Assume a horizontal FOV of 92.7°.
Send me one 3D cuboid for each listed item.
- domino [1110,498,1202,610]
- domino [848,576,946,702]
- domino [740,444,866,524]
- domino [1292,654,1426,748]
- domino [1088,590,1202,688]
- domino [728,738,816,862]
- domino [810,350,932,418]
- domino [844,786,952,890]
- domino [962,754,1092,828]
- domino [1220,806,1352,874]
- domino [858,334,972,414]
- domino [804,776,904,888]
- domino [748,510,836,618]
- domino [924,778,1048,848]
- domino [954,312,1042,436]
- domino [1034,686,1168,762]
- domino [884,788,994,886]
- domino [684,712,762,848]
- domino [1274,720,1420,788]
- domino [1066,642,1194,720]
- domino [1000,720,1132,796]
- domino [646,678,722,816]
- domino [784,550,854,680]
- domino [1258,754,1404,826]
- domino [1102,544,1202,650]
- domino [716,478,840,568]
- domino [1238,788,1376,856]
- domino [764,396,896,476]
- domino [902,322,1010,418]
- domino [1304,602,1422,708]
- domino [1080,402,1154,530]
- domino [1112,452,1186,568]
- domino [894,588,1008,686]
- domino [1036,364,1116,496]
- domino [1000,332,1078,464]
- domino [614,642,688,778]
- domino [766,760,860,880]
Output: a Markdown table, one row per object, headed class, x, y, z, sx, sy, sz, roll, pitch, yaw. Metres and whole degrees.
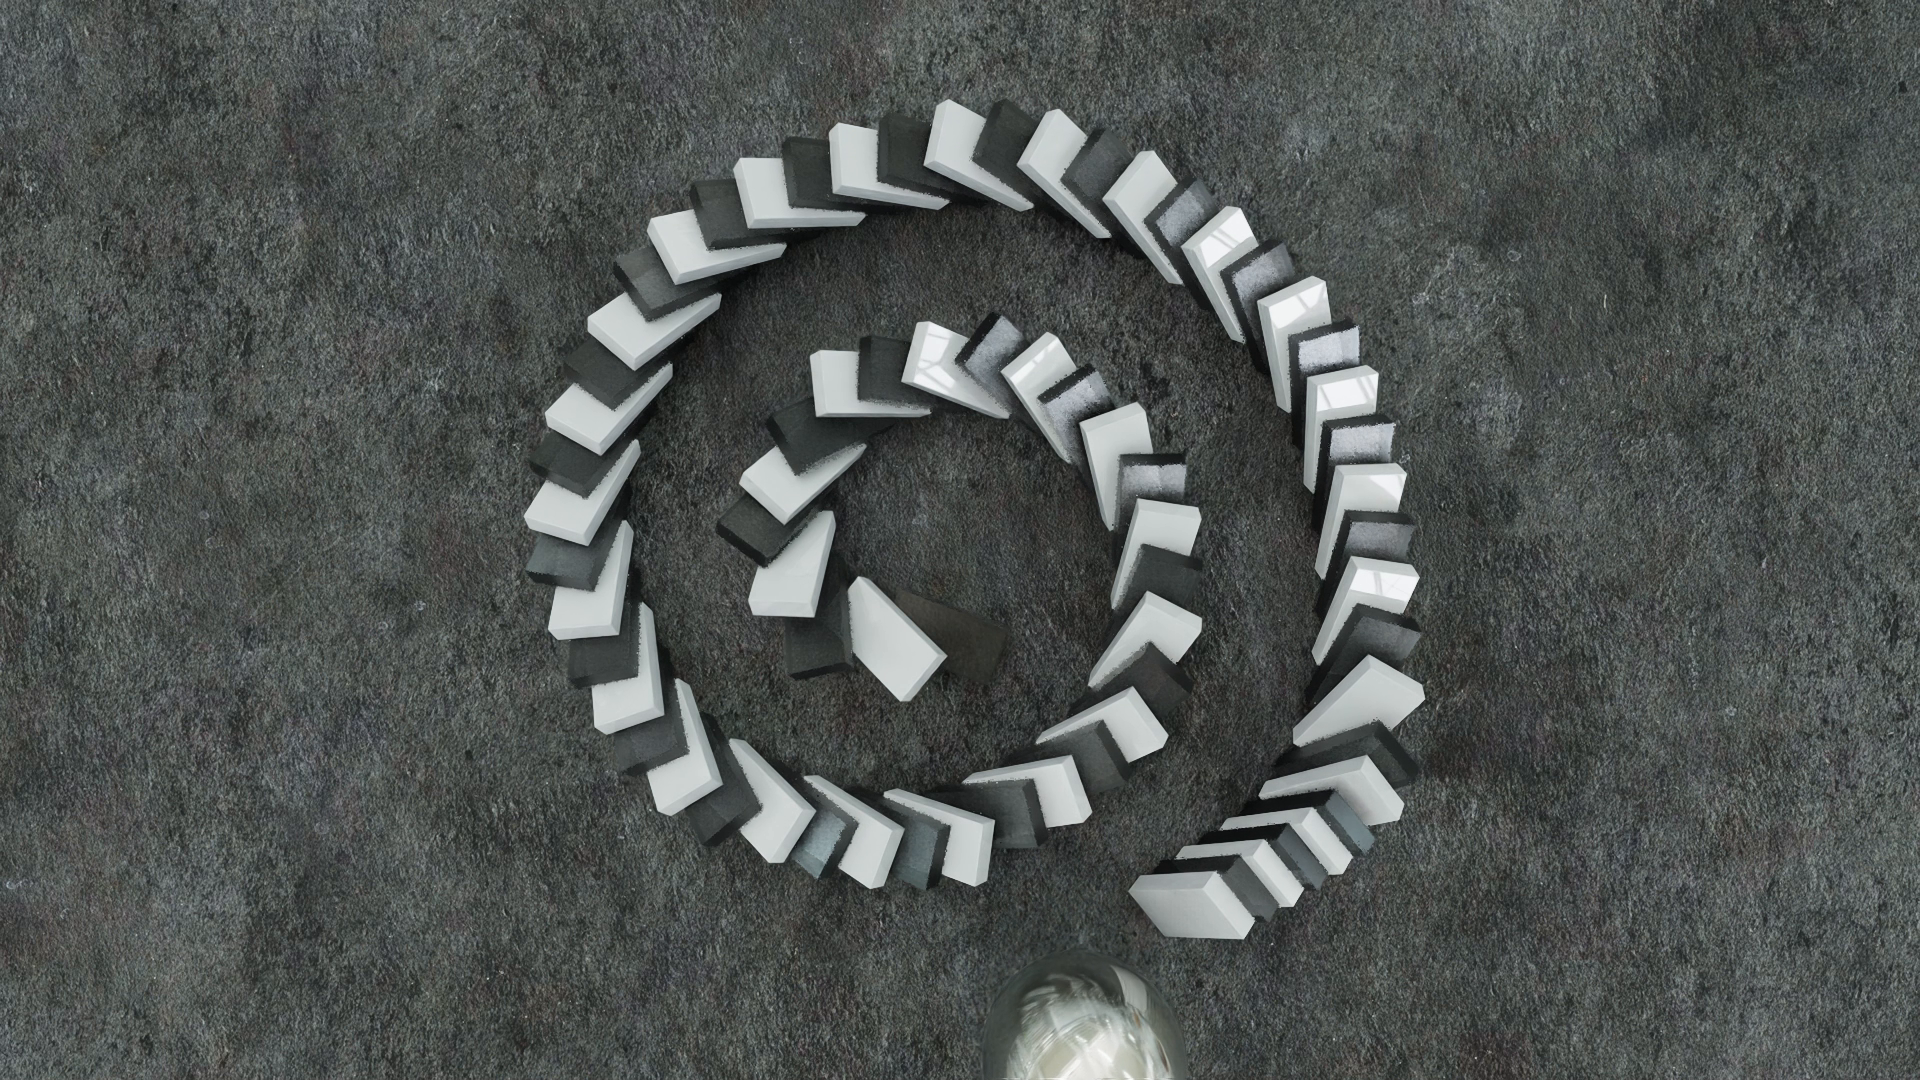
| class | x | y | z | sx | sy | sz | roll | pitch | yaw |
| --- | --- | --- | --- | --- | --- | --- | --- | --- | --- |
| domino | 0.081 | 0.008 | 0.382 | 0.025 | 0.010 | 0.050 | 9 | 123 | 0 |
| domino | -0.032 | 0.041 | 0.385 | 0.050 | 0.010 | 0.025 | 42 | 98 | 22 |
| domino | -0.065 | -0.032 | 0.382 | 0.025 | 0.010 | 0.050 | 43 | 56 | 0 |
| domino | 0.165 | 0.073 | 0.382 | 0.025 | 0.010 | 0.050 | 30 | 124 | 0 |
| domino | 0.077 | 0.047 | 0.382 | 0.025 | 0.010 | 0.050 | 27 | 123 | 0 |
| domino | -0.085 | 0.108 | 0.383 | 0.050 | 0.010 | 0.025 | 33 | 90 | 33 |
| domino | -0.036 | -0.064 | 0.382 | 0.050 | 0.009 | 0.025 | -5 | 89 | -35 |
| domino | -0.029 | 0.123 | 0.382 | 0.050 | 0.009 | 0.025 | 13 | 91 | 33 |
| domino | 0.027 | 0.107 | 0.383 | 0.050 | 0.010 | 0.025 | -20 | 90 | 32 |
| domino | 0.132 | 0.125 | 0.377 | 0.010 | 0.050 | 0.025 | -39 | 90 | -33 |
| domino | -0.018 | -0.068 | 0.382 | 0.050 | 0.010 | 0.025 | 2 | 90 | -35 |
| domino | -0.049 | 0.121 | 0.383 | 0.050 | 0.009 | 0.025 | 21 | 90 | 32 |
| domino | -0.068 | 0.009 | 0.379 | 0.025 | 0.009 | 0.050 | 2 | 47 | 5 |
| domino | 0.010 | 0.115 | 0.382 | 0.050 | 0.009 | 0.025 | -14 | 90 | 33 |
| domino | 0.023 | -0.069 | 0.382 | 0.050 | 0.010 | 0.025 | 37 | 89 | -35 |
| domino | 0.058 | 0.083 | 0.382 | 0.050 | 0.010 | 0.025 | -36 | 91 | 33 |
| domino | -0.011 | 0.123 | 0.382 | 0.050 | 0.009 | 0.025 | 8 | 90 | 33 |
| domino | -0.105 | 0.099 | 0.383 | 0.025 | 0.010 | 0.050 | -40 | 57 | 0 |
| domino | 0.159 | 0.094 | 0.379 | 0.025 | 0.050 | 0.010 | 51 | 45 | 0 |
| domino | 0.070 | 0.067 | 0.382 | 0.025 | 0.010 | 0.050 | 42 | 124 | -1 |
| domino | 0.044 | 0.095 | 0.383 | 0.050 | 0.009 | 0.025 | -30 | 90 | 33 |
| domino | -0.119 | 0.086 | 0.383 | 0.025 | 0.009 | 0.050 | -31 | 58 | 0 |
| domino | -0.060 | 0.031 | 0.382 | 0.025 | 0.010 | 0.050 | -14 | 63 | 10 |
| domino | 0.152 | 0.107 | 0.378 | 0.025 | 0.050 | 0.009 | 52 | 46 | -2 |
| domino | 0.080 | 0.027 | 0.382 | 0.025 | 0.009 | 0.050 | 16 | 123 | 0 |
| domino | -0.075 | -0.014 | 0.381 | 0.025 | 0.010 | 0.050 | 36 | 55 | 3 |
| domino | 0.141 | 0.118 | 0.376 | 0.009 | 0.050 | 0.025 | -39 | 90 | -33 |
| domino | -0.053 | -0.049 | 0.382 | 0.050 | 0.010 | 0.025 | -31 | 90 | -34 |
| domino | 0.002 | -0.070 | 0.382 | 0.050 | 0.010 | 0.025 | 15 | 90 | -35 |
| domino | 0.167 | 0.052 | 0.383 | 0.025 | 0.009 | 0.050 | 16 | 122 | 0 |
| domino | 0.068 | -0.030 | 0.382 | 0.025 | 0.010 | 0.050 | -20 | 124 | 0 |
| domino | 0.078 | -0.012 | 0.382 | 0.025 | 0.010 | 0.050 | -2 | 124 | -1 |
| domino | -0.007 | 0.042 | 0.395 | 0.050 | 0.009 | 0.025 | 21 | 90 | 0 |
| domino | 0.054 | -0.045 | 0.382 | 0.025 | 0.009 | 0.050 | -34 | 124 | 0 |
| domino | 0.041 | -0.059 | 0.382 | 0.025 | 0.009 | 0.050 | -40 | 124 | 0 |
| domino | -0.131 | 0.070 | 0.383 | 0.025 | 0.009 | 0.050 | -23 | 58 | 0 |
| domino | -0.068 | 0.116 | 0.383 | 0.050 | 0.009 | 0.025 | 27 | 90 | 32 |
